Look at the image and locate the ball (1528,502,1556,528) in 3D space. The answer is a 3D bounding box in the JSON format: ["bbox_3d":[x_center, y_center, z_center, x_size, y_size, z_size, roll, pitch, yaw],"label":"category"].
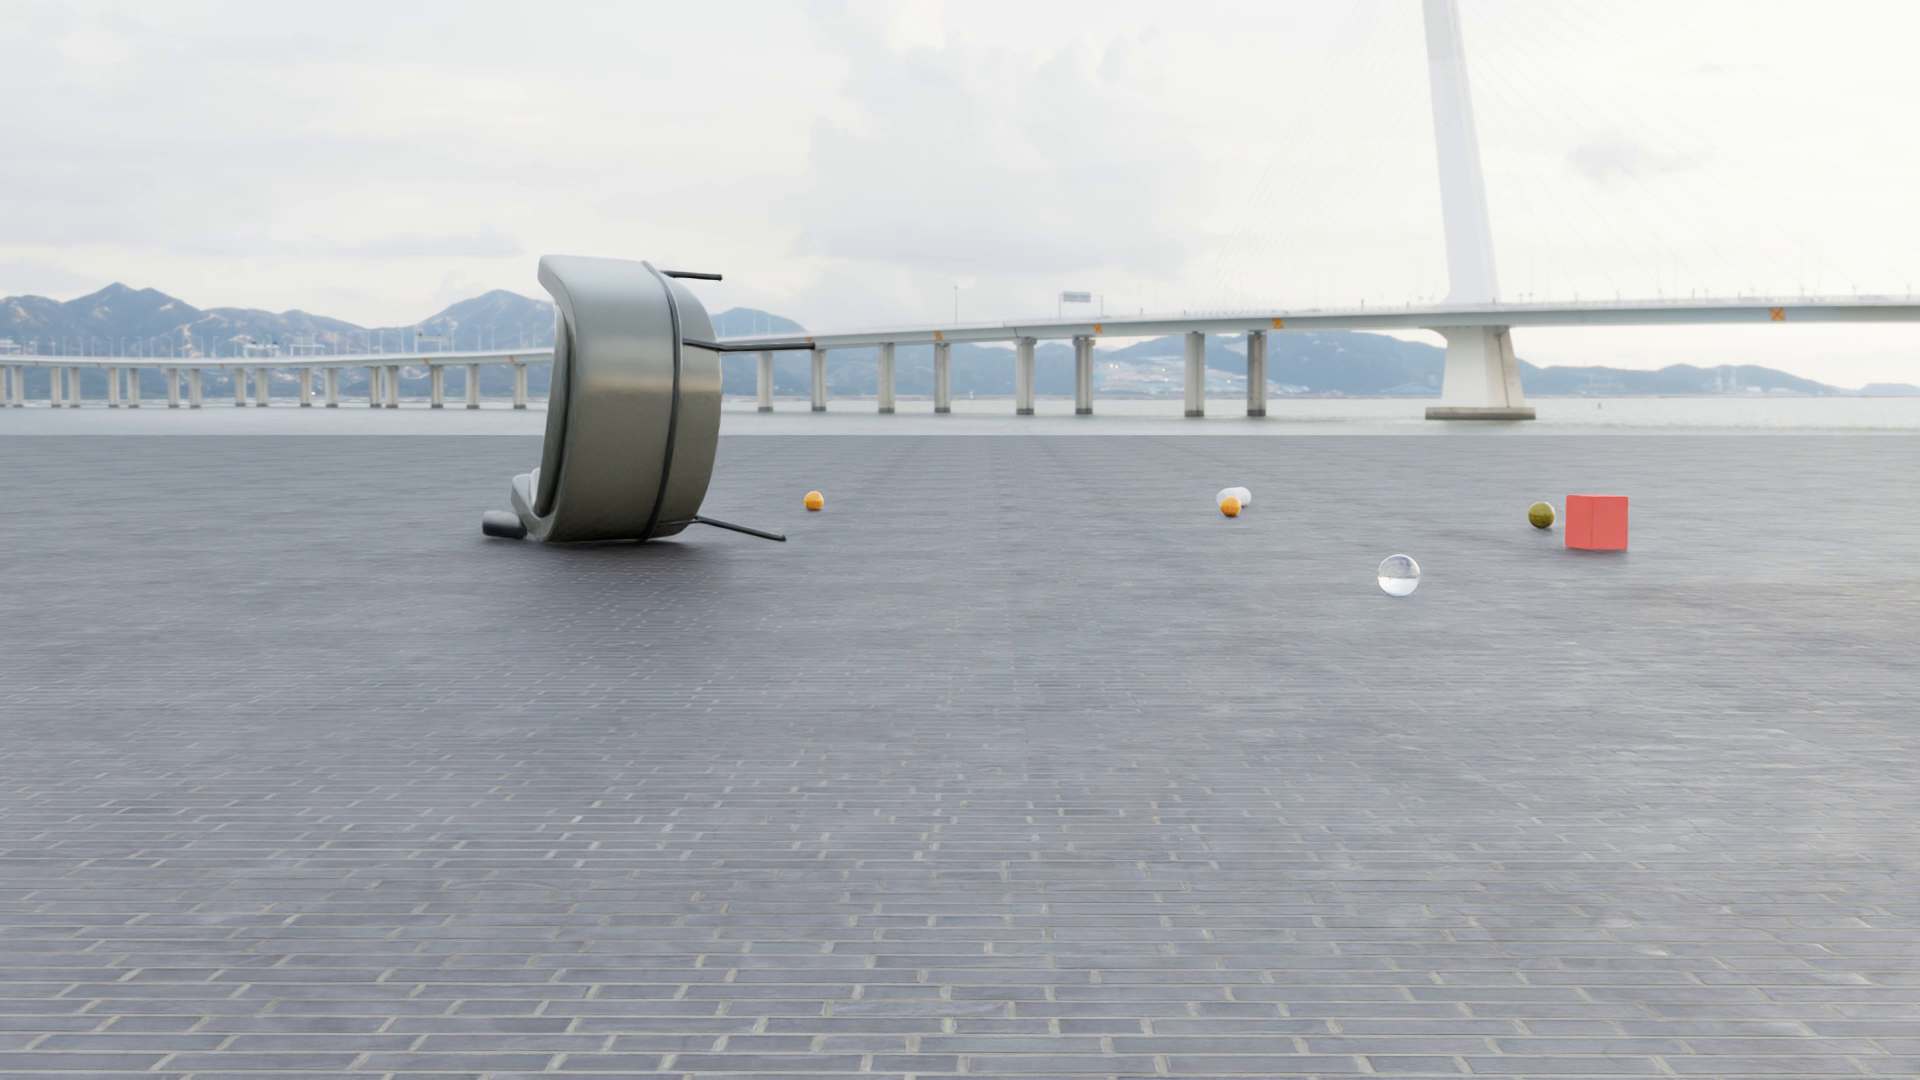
[{"bbox_3d":[1.875,-0.081,7.092,0.086,0.086,0.086,0,4,0],"label":"ball"}]

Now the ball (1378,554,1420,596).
[{"bbox_3d":[0.949,0.077,4.759,0.092,0.092,0.092,0,4,0],"label":"ball"}]

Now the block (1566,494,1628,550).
[{"bbox_3d":[1.803,-0.052,6.228,0.115,0.148,0.137,-1,4,-16],"label":"block"}]
